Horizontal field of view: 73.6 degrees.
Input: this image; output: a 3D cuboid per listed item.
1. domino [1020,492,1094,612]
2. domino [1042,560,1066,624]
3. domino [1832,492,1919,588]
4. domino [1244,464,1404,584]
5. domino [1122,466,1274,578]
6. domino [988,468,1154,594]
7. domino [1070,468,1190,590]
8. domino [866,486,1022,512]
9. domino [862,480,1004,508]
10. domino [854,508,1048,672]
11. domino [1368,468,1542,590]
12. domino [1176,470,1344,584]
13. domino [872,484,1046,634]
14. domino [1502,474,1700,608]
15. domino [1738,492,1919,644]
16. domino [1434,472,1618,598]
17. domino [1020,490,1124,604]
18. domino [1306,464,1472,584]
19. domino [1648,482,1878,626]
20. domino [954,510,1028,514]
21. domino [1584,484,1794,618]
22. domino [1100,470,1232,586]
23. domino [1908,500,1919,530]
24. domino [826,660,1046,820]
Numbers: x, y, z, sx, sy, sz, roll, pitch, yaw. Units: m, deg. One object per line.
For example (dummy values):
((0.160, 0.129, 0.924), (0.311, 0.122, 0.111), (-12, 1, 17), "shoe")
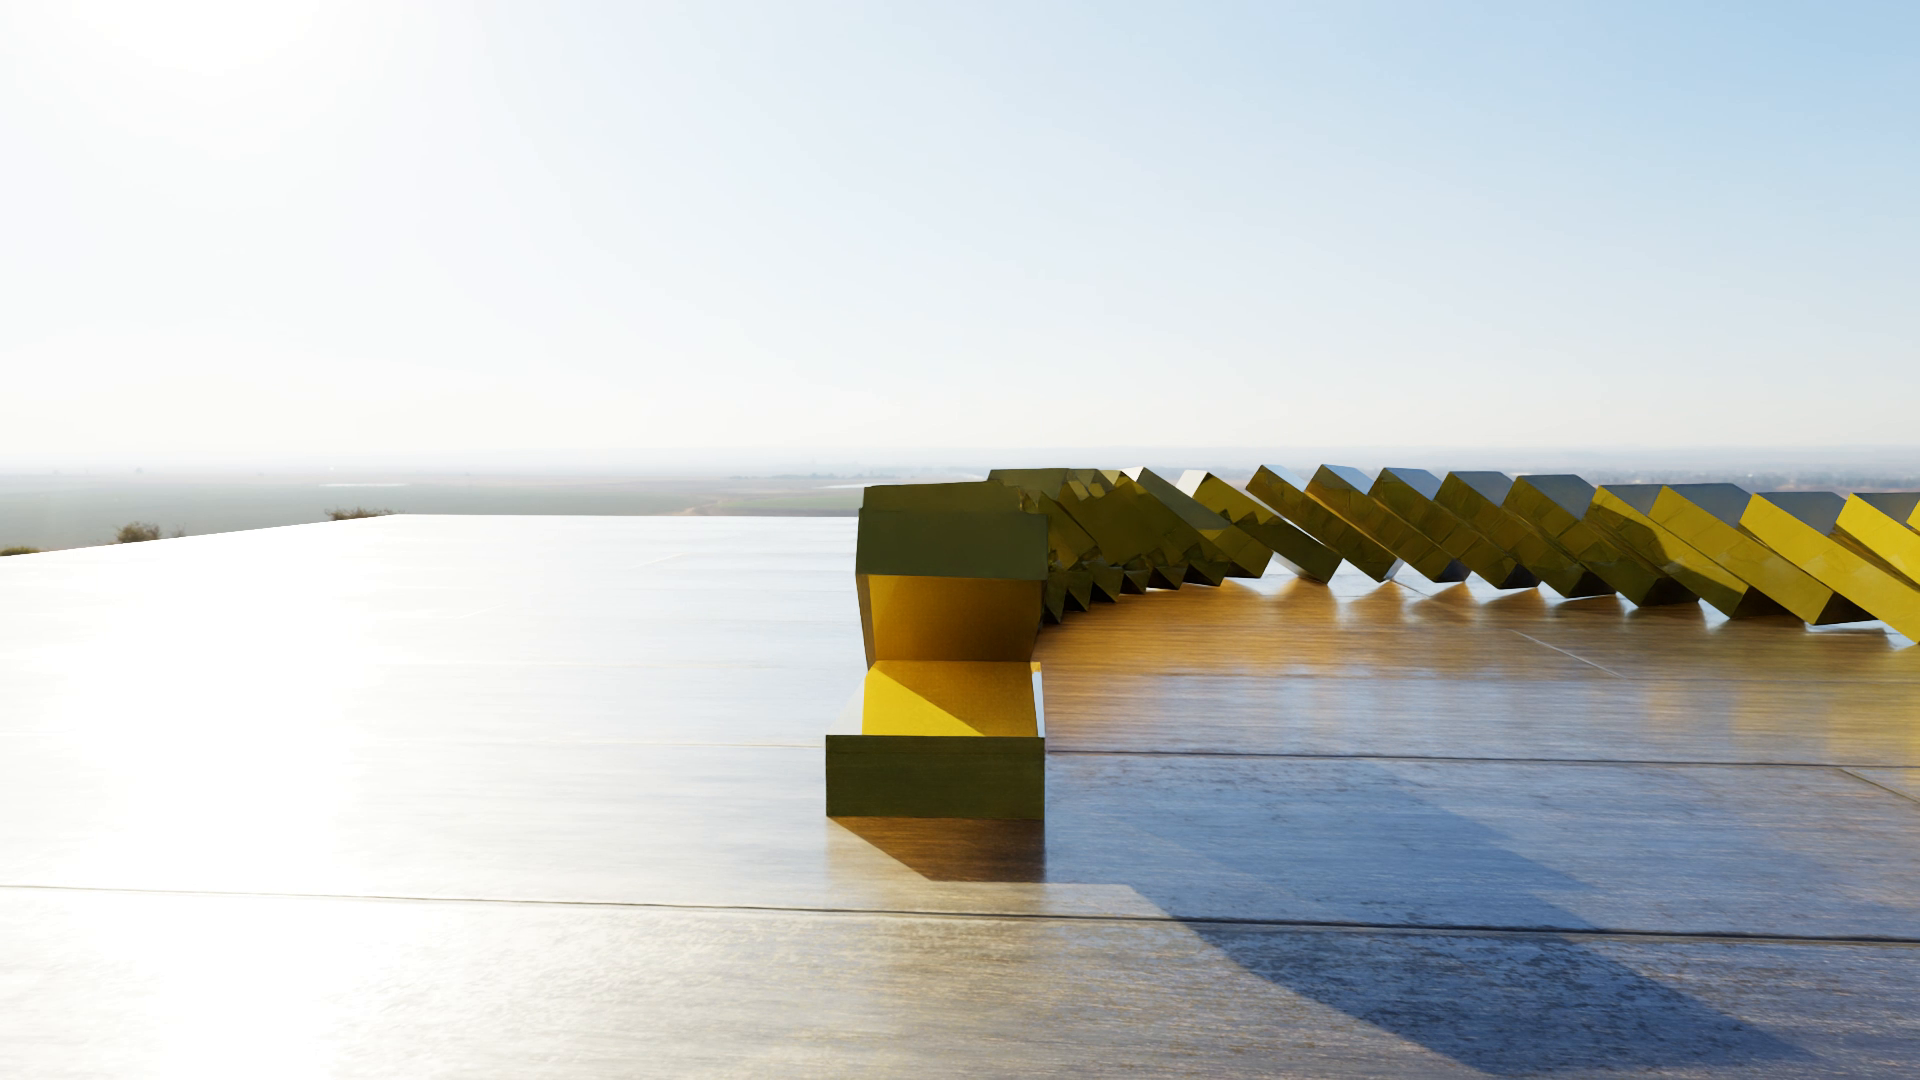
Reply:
((0.012, 0.003, 0.311), (0.025, 0.010, 0.050), (2, -23, 26), "domino")
((0.005, 0.004, 0.289), (0.025, 0.009, 0.050), (2, -26, 23), "domino")
((0.218, 0.006, 0.274), (0.025, 0.010, 0.050), (-1, 32, -12), "domino")
((0.116, -0.006, 0.404), (0.050, 0.010, 0.025), (39, 19, 21), "domino")
((0.068, -0.005, 0.393), (0.050, 0.009, 0.025), (31, -9, -15), "domino")
((0.030, -0.002, 0.349), (0.025, 0.010, 0.050), (1, -30, 39), "domino")
((0.041, -0.003, 0.364), (0.025, 0.009, 0.050), (3, -29, 45), "domino")
((-0.001, 0.007, 0.230), (0.025, 0.010, 0.050), (0, -28, 4), "domino")
((-0.001, 0.006, 0.247), (0.025, 0.009, 0.050), (-2, -29, 8), "domino")
((-0.002, 0.011, 0.190), (0.025, 0.009, 0.050), (2, -25, -1), "domino")
((0.150, -0.004, 0.386), (0.025, 0.009, 0.050), (-1, 35, -42), "domino")
((0.092, -0.004, 0.398), (0.050, 0.009, 0.025), (31, 1, -6), "domino")
((0.000, 0.005, 0.268), (0.025, 0.010, 0.050), (0, -28, 16), "domino")
((0.179, -0.001, 0.355), (0.025, 0.010, 0.050), (-2, 35, -28), "domino")
((0.209, 0.005, 0.295), (0.025, 0.009, 0.050), (-1, 31, -18), "domino")
((0.165, -0.002, 0.371), (0.025, 0.010, 0.050), (-2, 36, -34), "domino")
((0.020, 0.002, 0.332), (0.025, 0.009, 0.050), (3, -22, 34), "domino")
((0.134, -0.005, 0.398), (0.025, 0.009, 0.050), (0, 35, -49), "domino")
((0.200, 0.002, 0.317), (0.025, 0.010, 0.050), (-2, 32, -22), "domino")
((-0.001, 0.010, 0.212), (0.025, 0.010, 0.050), (0, -25, 3), "domino")
((0.192, 0.002, 0.334), (0.025, 0.009, 0.050), (-2, 32, -21), "domino")
((0.054, -0.003, 0.380), (0.050, 0.010, 0.025), (35, -15, -28), "domino")
((0.222, 0.006, 0.257), (0.025, 0.010, 0.050), (-1, 33, -13), "domino")
((-0.002, 0.025, 0.171), (0.025, 0.010, 0.050), (0, 4, 3), "domino")
